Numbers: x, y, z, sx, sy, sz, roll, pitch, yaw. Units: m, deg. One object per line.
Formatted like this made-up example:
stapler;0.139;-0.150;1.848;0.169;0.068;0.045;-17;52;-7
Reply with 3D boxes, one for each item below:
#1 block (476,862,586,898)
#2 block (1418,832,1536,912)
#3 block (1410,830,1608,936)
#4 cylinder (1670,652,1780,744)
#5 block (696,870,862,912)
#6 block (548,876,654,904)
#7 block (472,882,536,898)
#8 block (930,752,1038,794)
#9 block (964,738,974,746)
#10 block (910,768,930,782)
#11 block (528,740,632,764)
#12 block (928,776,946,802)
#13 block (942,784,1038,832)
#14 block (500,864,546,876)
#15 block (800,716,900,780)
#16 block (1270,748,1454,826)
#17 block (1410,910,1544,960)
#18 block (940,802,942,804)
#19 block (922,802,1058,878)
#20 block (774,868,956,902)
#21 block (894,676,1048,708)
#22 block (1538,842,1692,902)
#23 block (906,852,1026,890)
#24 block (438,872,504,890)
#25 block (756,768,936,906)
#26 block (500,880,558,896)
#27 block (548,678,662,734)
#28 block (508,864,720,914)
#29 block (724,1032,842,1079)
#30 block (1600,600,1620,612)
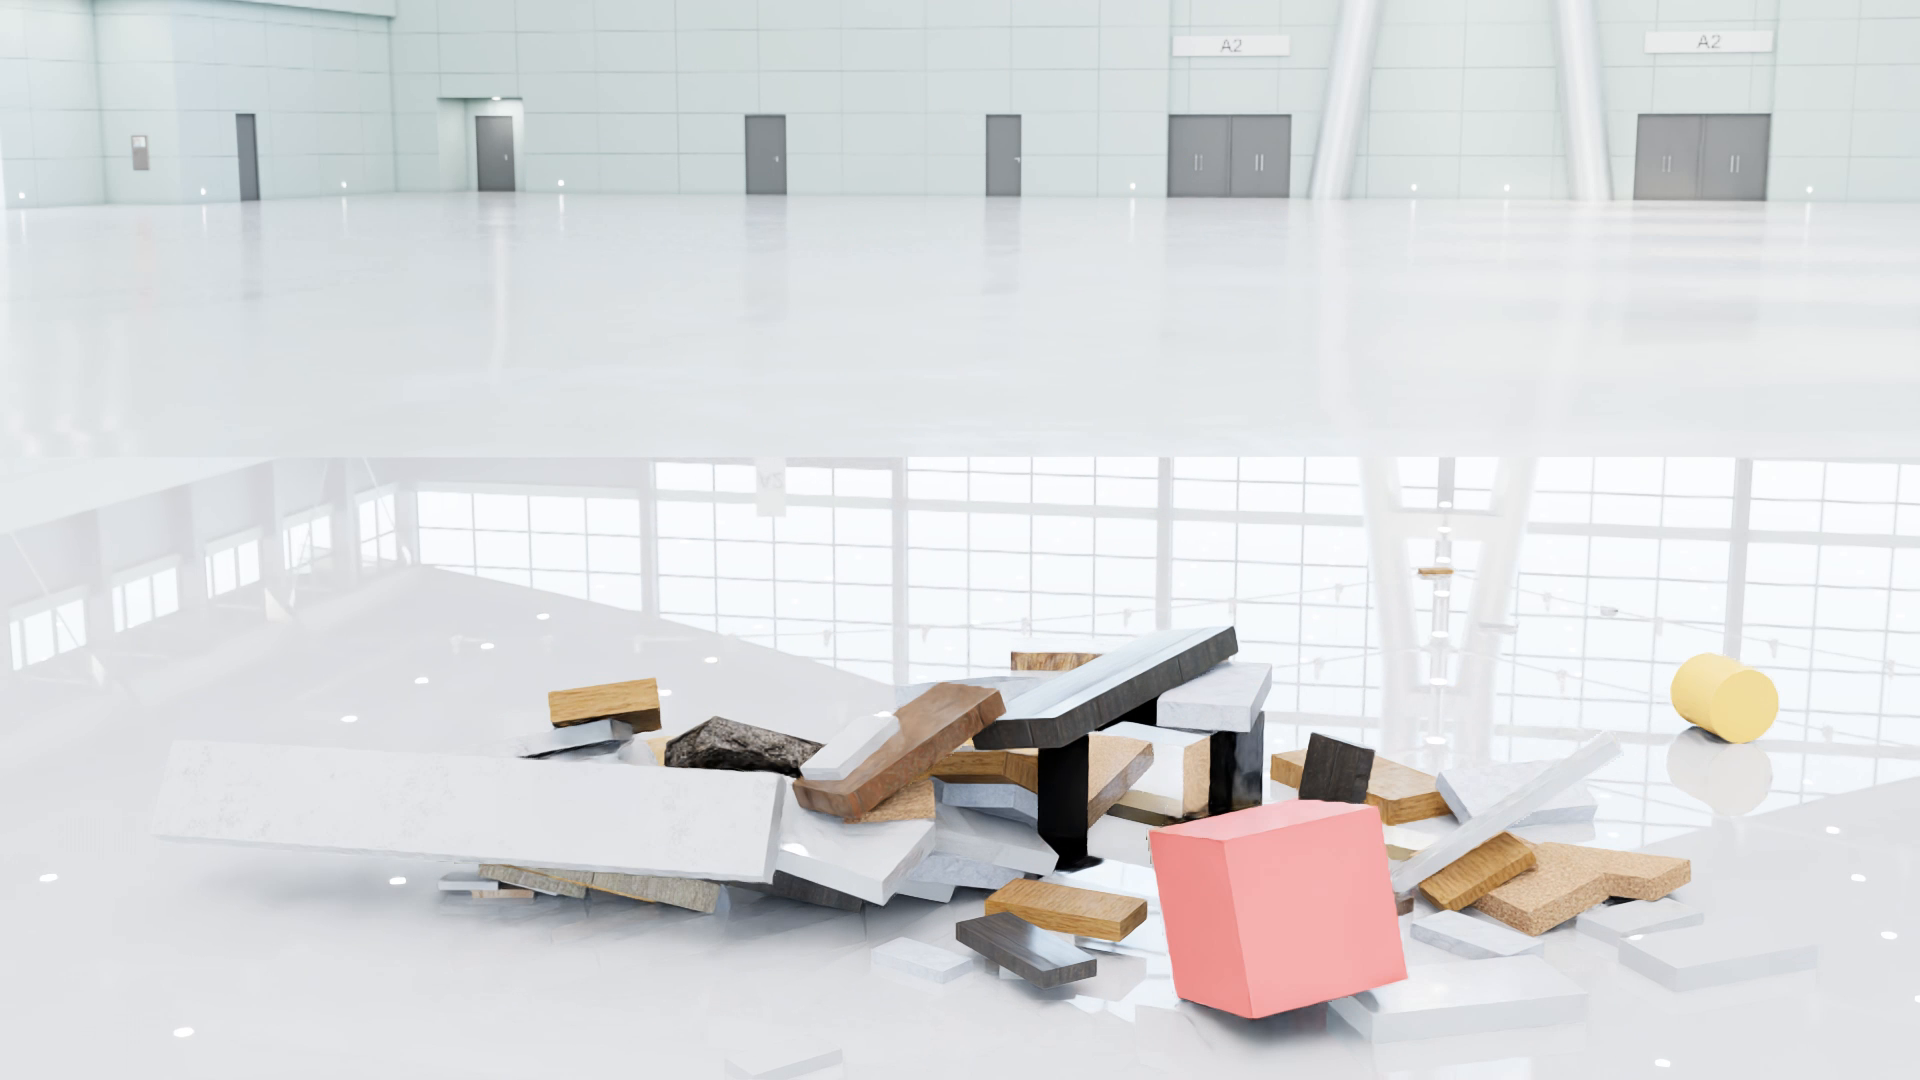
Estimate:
block;-0.707;0.550;3.658;0.177;0.025;0.089;14;10;-7
block;0.843;0.543;3.586;0.173;0.024;0.086;-29;21;-8
block;0.902;0.555;3.629;0.154;0.044;0.309;-21;18;-20
cylinder;1.609;0.332;4.631;0.157;0.157;0.157;-3;15;-15
block;-0.338;0.527;3.645;0.358;0.051;0.179;13;9;-6
block;-0.588;0.556;3.658;0.177;0.025;0.089;15;10;-3
block;-0.760;0.582;3.672;0.100;0.014;0.050;0;11;0
block;0.080;0.417;3.760;0.139;0.039;0.277;-4;-22;31
block;0.057;0.427;4.229;0.171;0.024;0.085;29;23;0
block;-0.162;0.441;3.885;0.155;0.044;0.310;-33;4;-37
block;-0.722;0.381;3.600;0.366;0.023;0.080;-11;9;8
block;-0.103;0.456;3.893;0.148;0.042;0.296;-31;3;-16
block;0.100;0.473;3.799;0.139;0.039;0.277;-3;-20;31
block;-0.764;0.510;3.648;0.177;0.025;0.089;14;10;-4
block;-0.173;0.328;3.478;0.080;0.023;0.160;-5;23;39
block;0.773;0.464;4.210;0.175;0.049;0.349;-6;12;-30
block;0.804;0.622;3.422;0.093;0.026;0.185;-8;13;-38
block;0.036;0.508;4.043;0.169;0.024;0.085;2;11;10
block;0.012;0.486;3.644;0.277;0.039;0.139;16;10;-25
block;-0.181;0.515;3.619;0.324;0.046;0.162;16;10;-27
block;0.028;0.330;4.778;0.161;0.046;0.322;-2;0;42
block;1.069;0.553;3.685;0.265;0.037;0.132;1;9;44
block;-0.064;0.509;3.618;0.324;0.046;0.162;13;11;-39
block;-0.813;0.569;3.669;0.100;0.014;0.050;1;10;5
block;-0.220;0.461;3.450;0.324;0.046;0.162;14;34;25
block;-0.715;0.567;3.670;0.100;0.014;0.050;15;10;0
block;-0.591;0.288;3.686;0.173;0.049;0.346;-7;-10;-9
block;-0.569;0.524;3.643;0.358;0.051;0.179;14;10;-4
block;-0.239;0.707;2.986;0.143;0.020;0.072;-8;13;-37
block;1.733;0.176;5.862;0.046;0.013;0.092;3;11;17
